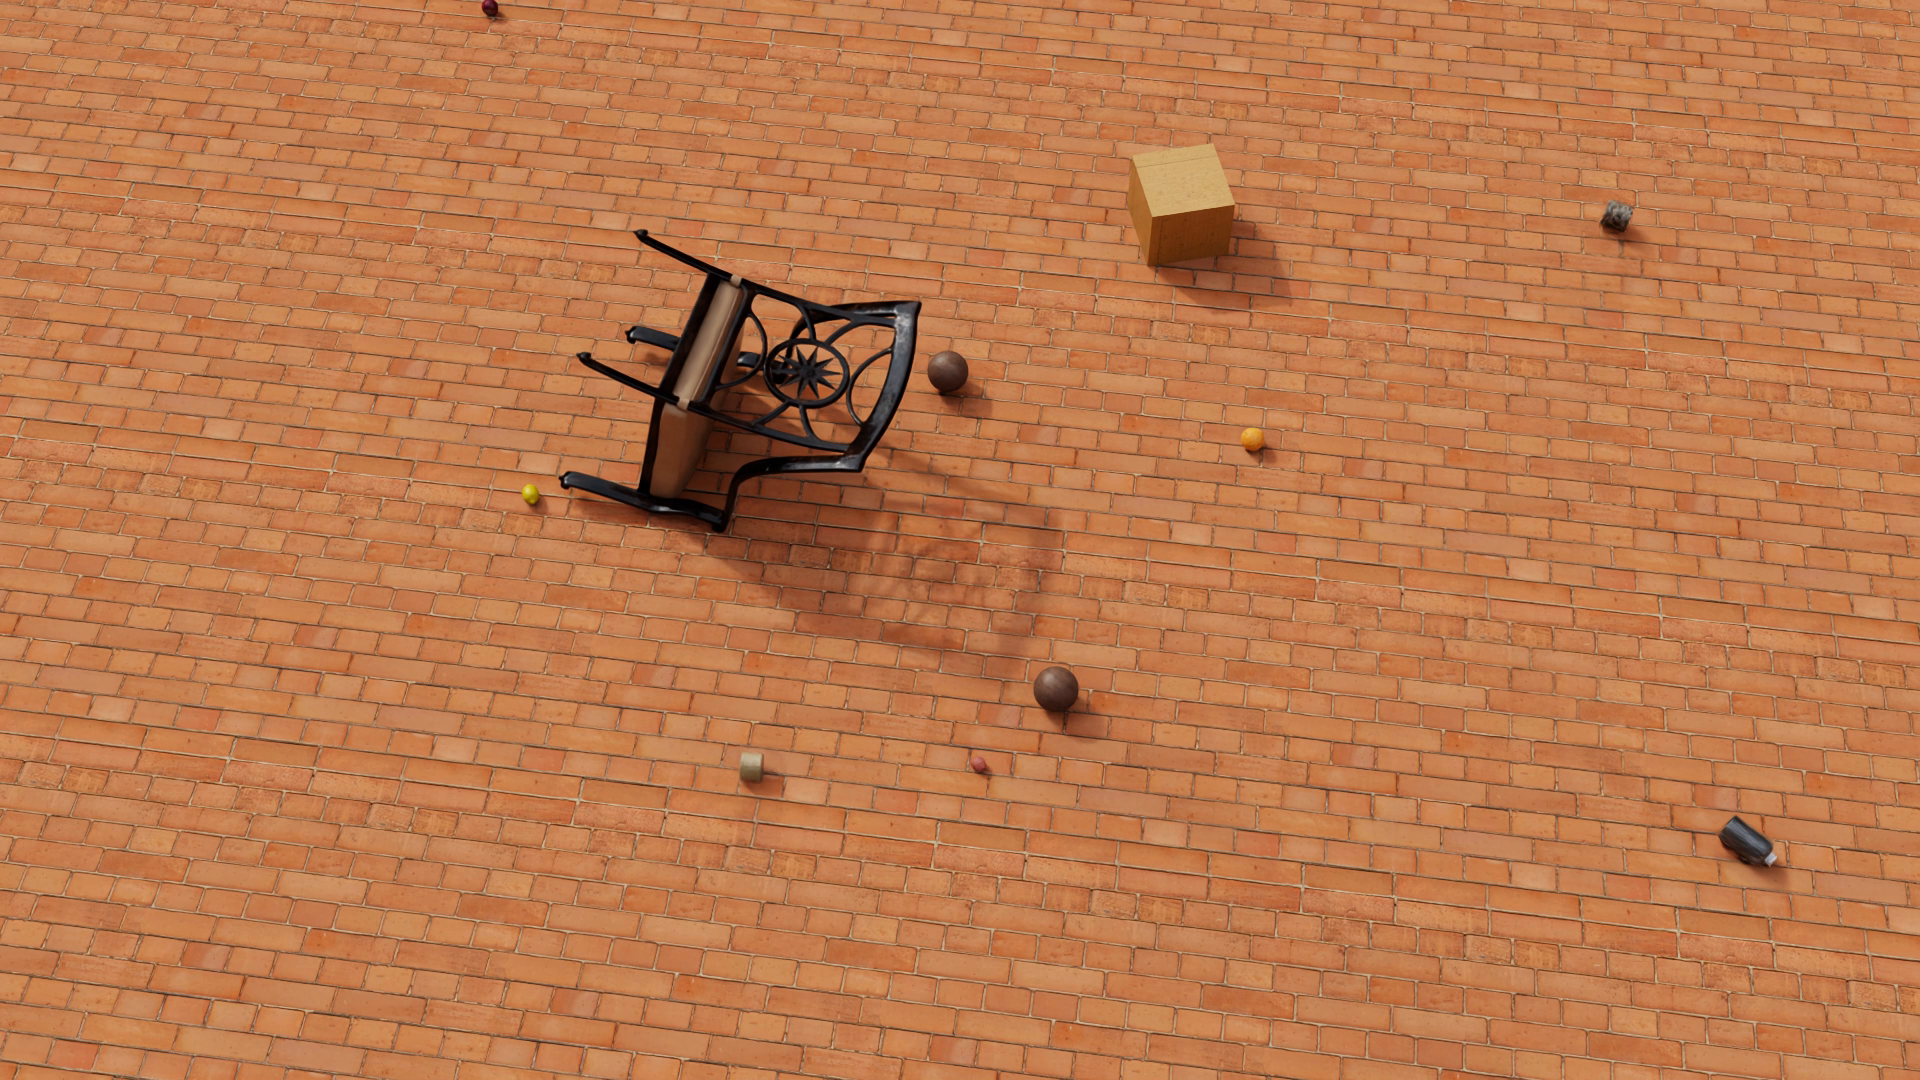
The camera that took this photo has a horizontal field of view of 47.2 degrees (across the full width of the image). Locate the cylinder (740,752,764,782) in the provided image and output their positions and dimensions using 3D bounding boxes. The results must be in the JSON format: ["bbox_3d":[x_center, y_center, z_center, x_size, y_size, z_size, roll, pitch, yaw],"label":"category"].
[{"bbox_3d":[-0.578,0.629,6.109,0.058,0.067,0.078,4,95,2],"label":"cylinder"}]

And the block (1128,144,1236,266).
[{"bbox_3d":[0.717,-1.091,7.163,0.271,0.238,0.273,-9,57,-6],"label":"block"}]
